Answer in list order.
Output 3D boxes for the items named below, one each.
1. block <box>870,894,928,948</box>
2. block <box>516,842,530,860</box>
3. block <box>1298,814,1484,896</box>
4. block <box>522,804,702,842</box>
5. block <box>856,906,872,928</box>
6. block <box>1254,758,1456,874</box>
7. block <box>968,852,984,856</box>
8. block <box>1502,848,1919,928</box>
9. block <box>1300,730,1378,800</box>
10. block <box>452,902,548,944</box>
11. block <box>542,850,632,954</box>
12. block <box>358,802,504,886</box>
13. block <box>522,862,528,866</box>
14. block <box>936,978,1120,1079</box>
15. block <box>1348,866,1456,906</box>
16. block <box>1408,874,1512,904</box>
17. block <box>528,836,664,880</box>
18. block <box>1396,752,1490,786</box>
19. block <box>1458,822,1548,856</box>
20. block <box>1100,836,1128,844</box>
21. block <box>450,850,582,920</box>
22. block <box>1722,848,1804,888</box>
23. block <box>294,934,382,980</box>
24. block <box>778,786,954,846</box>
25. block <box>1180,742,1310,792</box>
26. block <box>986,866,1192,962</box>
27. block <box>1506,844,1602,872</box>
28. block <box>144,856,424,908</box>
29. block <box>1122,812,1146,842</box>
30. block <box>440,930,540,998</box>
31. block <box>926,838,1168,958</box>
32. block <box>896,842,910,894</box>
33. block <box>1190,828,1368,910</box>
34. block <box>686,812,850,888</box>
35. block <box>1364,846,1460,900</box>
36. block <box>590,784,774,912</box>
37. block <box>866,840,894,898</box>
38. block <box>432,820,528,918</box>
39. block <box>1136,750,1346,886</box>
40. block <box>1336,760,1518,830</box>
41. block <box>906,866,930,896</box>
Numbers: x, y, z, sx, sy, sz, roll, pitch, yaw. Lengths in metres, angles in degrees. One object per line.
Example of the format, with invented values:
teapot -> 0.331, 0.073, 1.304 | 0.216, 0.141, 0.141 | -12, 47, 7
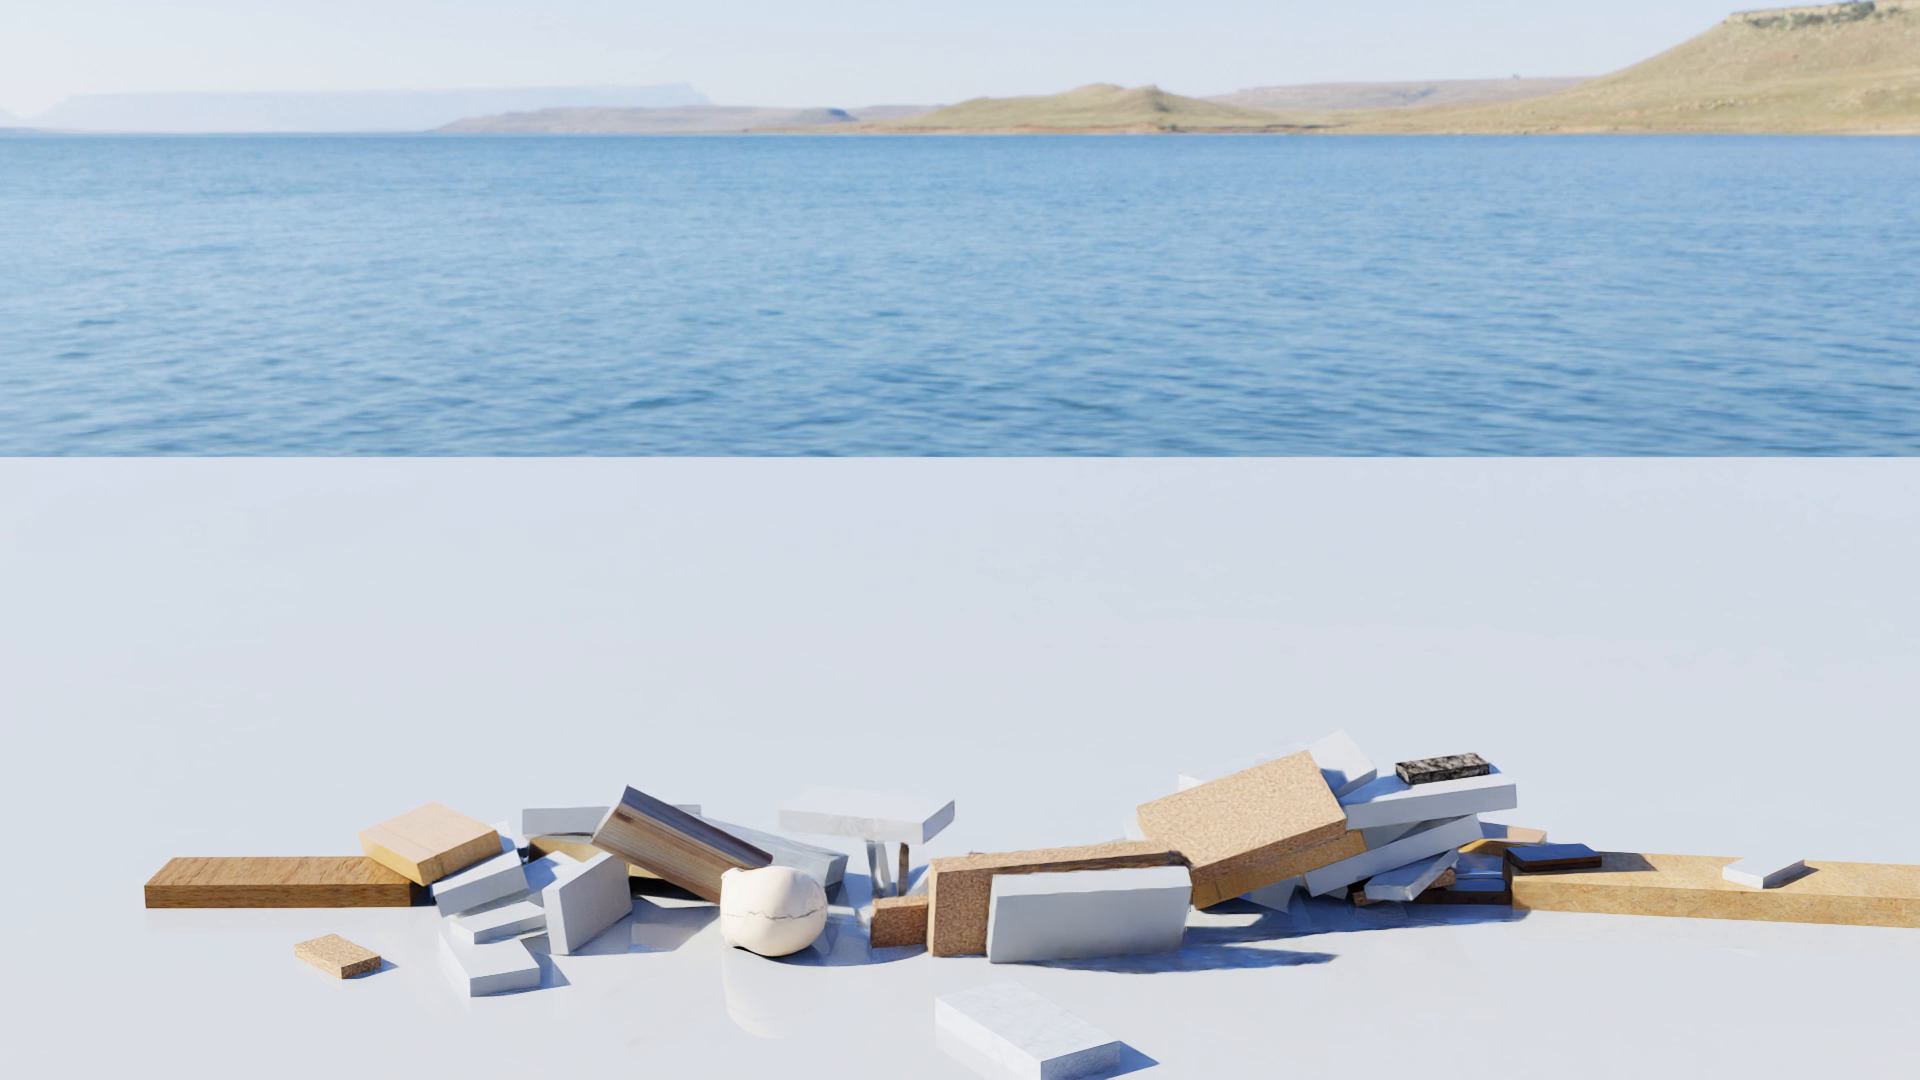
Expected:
block -> -0.057, 0.592, 3.429 | 0.161, 0.081, 0.023 | -3, 31, -14
block -> -0.788, 0.542, 3.758 | 0.130, 0.018, 0.065 | -14, 1, 5
block -> 0.706, 0.507, 3.661 | 0.297, 0.042, 0.148 | -19, 6, 0
block -> -0.610, 0.499, 3.876 | 0.307, 0.043, 0.153 | -1, -13, -6
block -> -0.117, 0.610, 3.519 | 0.056, 0.016, 0.112 | -6, 12, -30
block -> 0.683, 0.477, 3.803 | 0.346, 0.173, 0.049 | 2, 11, 10
block -> 0.016, 0.569, 3.562 | 0.023, 0.081, 0.161 | 2, 11, 9
block -> 1.255, 0.573, 3.628 | 0.686, 0.049, 0.173 | 1, 11, 8
block -> 0.539, 0.409, 3.598 | 0.278, 0.028, 0.098 | -25, 48, -15
block -> -0.714, 0.595, 3.424 | 0.136, 0.019, 0.068 | -9, 14, -41
block -> -0.588, 0.570, 3.482 | 0.030, 0.105, 0.210 | -4, 9, 20
block -> -0.885, 0.503, 3.664 | 0.142, 0.040, 0.283 | -22, 16, -31
block -> -0.698, 0.556, 3.692 | 0.130, 0.018, 0.065 | 4, -5, 3
block -> 0.091, 0.684, 3.063 | 0.131, 0.037, 0.262 | -7, 12, -32
block -> 0.728, 0.562, 3.640 | 0.167, 0.024, 0.084 | -14, 10, 4
block -> 0.824, 0.580, 3.657 | 0.167, 0.024, 0.084 | 0, 11, 2
block -> -0.555, 0.538, 3.718 | 0.307, 0.043, 0.153 | 3, -5, 17
block -> 0.804, 0.382, 3.666 | 0.139, 0.020, 0.069 | -7, 10, -5
block -> 0.934, 0.531, 3.914 | 0.195, 0.028, 0.098 | 5, 12, 27
block -> 0.213, 0.545, 3.663 | 0.225, 0.032, 0.113 | -15, 10, 3
block -> -0.713, 0.572, 3.560 | 0.210, 0.030, 0.105 | -24, 23, -34
block -> 1.321, 0.540, 3.615 | 0.139, 0.020, 0.069 | -9, 14, -41
block -> -0.953, 0.637, 3.365 | 0.136, 0.019, 0.068 | 10, 14, 43
block -> -0.155, 0.457, 3.659 | 0.262, 0.037, 0.131 | 3, 12, 23
block -> 0.605, 0.461, 4.229 | 0.346, 0.049, 0.173 | -9, 14, -39
block -> 0.195, 0.571, 3.355 | 0.299, 0.149, 0.042 | -2, 39, -8
block -> 0.990, 0.530, 3.669 | 0.139, 0.020, 0.069 | -2, 11, -11
block -> -1.118, 0.570, 3.667 | 0.431, 0.040, 0.142 | 0, 11, -1
block -> 0.390, 0.476, 3.598 | 0.225, 0.032, 0.113 | -14, 46, -5
block -> -0.716, 0.636, 3.341 | 0.105, 0.030, 0.210 | -5, 12, -25
block -> 0.136, 0.557, 3.425 | 0.372, 0.149, 0.042 | -3, 22, -15
block -> -0.095, 0.530, 3.683 | 0.016, 0.112, 0.056 | 2, 10, -5
block -> 0.515, 0.523, 3.657 | 0.297, 0.042, 0.148 | -19, 11, 1
block -> -0.352, 0.516, 3.686 | 0.307, 0.043, 0.153 | 13, -2, 10
block -> 0.739, 0.542, 3.595 | 0.084, 0.024, 0.167 | -7, 13, 42
block -> -0.445, 0.496, 3.522 | 0.262, 0.131, 0.037 | 28, 42, -12
block -> -0.136, 0.535, 3.658 | 0.016, 0.112, 0.056 | -14, 15, -19
block -> -0.797, 0.538, 3.617 | 0.142, 0.040, 0.284 | -18, 12, -13
block -> 0.450, 0.449, 3.524 | 0.299, 0.042, 0.149 | -17, 46, -8
block -> 0.754, 0.422, 3.648 | 0.297, 0.042, 0.149 | -7, 10, -4
block -> -0.051, 0.551, 3.540 | 0.023, 0.081, 0.161 | 38, -8, 2
